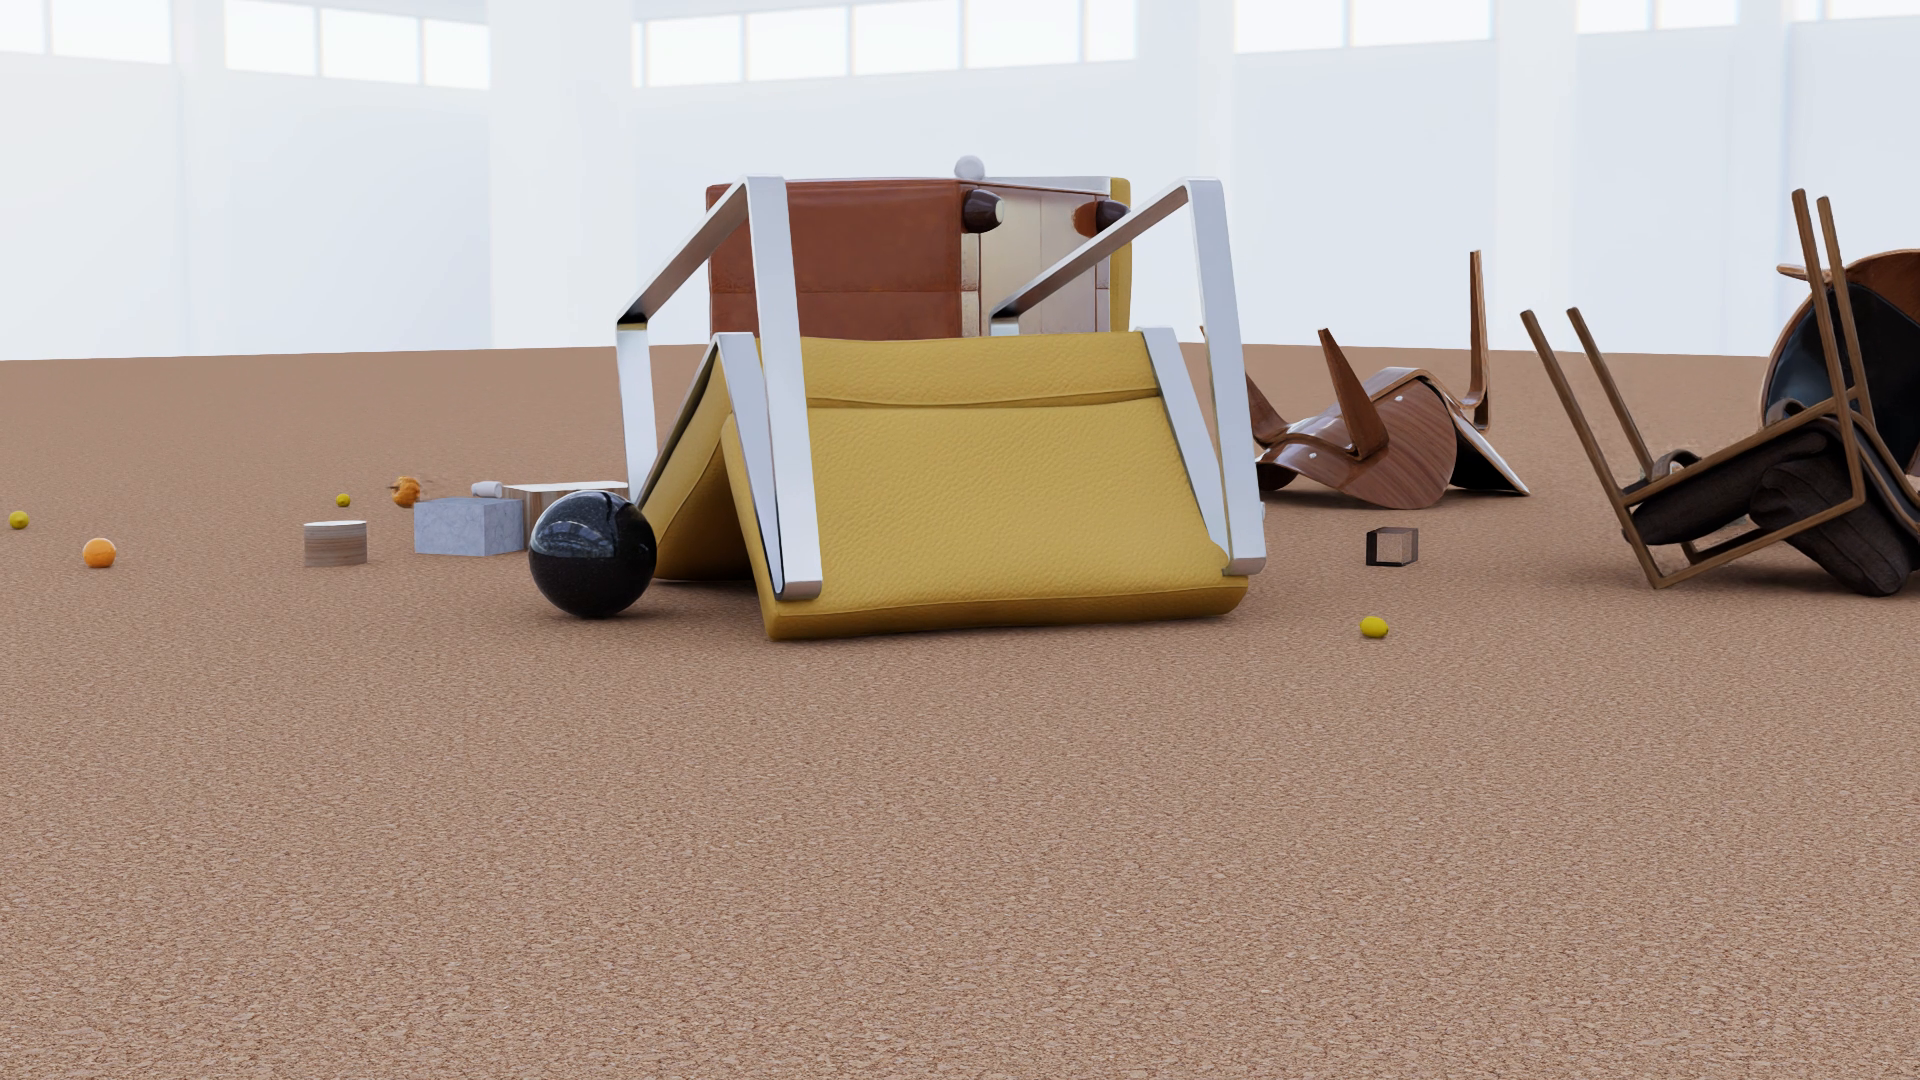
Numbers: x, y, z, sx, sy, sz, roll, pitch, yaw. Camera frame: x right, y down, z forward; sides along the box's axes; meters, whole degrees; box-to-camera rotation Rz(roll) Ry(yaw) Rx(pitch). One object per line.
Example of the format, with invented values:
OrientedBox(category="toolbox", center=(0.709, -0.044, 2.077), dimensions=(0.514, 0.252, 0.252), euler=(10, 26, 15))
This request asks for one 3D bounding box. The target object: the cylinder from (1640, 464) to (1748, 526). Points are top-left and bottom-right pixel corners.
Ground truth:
OrientedBox(category="cylinder", center=(1.960, -0.121, 6.858), dimensions=(0.276, 0.150, 0.230), euler=(1, 6, 6))

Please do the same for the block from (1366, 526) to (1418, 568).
OrientedBox(category="block", center=(0.994, 0.015, 5.896), dimensions=(0.082, 0.075, 0.152), euler=(3, 6, 24))

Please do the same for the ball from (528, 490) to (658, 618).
OrientedBox(category="ball", center=(-0.708, 0.026, 4.948), dimensions=(0.248, 0.248, 0.248), euler=(0, 6, 0))

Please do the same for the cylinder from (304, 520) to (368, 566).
OrientedBox(category="cylinder", center=(-1.429, 0.008, 5.872), dimensions=(0.147, 0.094, 0.092), euler=(-4, 7, -37))

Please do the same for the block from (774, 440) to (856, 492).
OrientedBox(category="block", center=(-0.451, -0.232, 7.968), dimensions=(0.218, 0.143, 0.135), euler=(5, 7, 37))

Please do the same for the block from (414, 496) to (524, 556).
OrientedBox(category="block", center=(-1.176, -0.033, 6.146), dimensions=(0.195, 0.121, 0.170), euler=(2, 6, 23))

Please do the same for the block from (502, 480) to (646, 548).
OrientedBox(category="block", center=(-0.952, -0.062, 6.329), dimensions=(0.298, 0.141, 0.195), euler=(-4, 7, -31))
